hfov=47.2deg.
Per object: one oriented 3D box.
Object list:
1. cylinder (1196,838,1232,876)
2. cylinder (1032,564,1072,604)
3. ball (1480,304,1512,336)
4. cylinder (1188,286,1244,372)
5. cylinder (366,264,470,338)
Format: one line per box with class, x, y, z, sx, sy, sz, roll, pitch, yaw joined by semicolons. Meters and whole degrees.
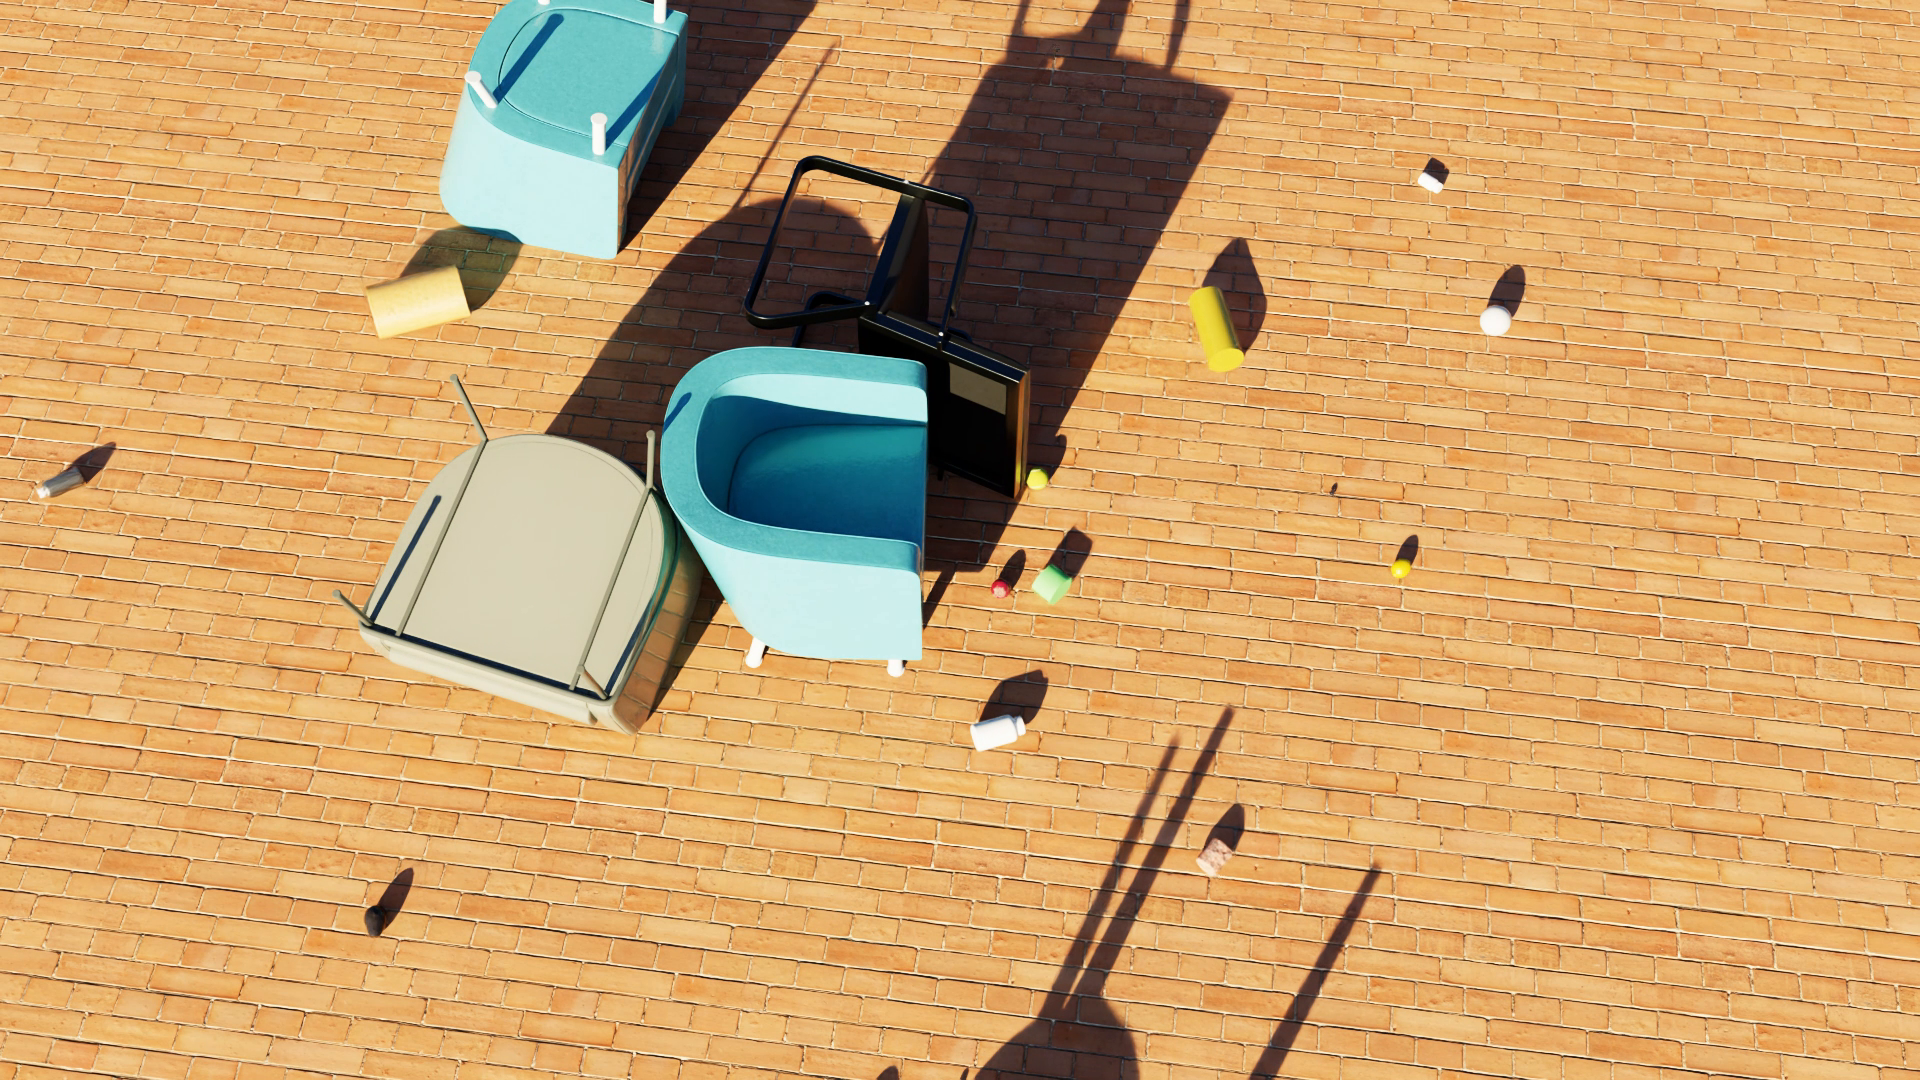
cylinder;0.690;0.861;5.964;0.068;0.051;0.077;43;65;6
cylinder;0.271;0.129;6.444;0.073;0.070;0.096;39;80;23
ball;1.701;-0.697;6.982;0.099;0.099;0.099;0;56;0
cylinder;0.808;-0.666;6.952;0.113;0.116;0.256;-12;57;-1
cylinder;-1.725;-0.759;6.998;0.290;0.133;0.173;-16;85;-10
